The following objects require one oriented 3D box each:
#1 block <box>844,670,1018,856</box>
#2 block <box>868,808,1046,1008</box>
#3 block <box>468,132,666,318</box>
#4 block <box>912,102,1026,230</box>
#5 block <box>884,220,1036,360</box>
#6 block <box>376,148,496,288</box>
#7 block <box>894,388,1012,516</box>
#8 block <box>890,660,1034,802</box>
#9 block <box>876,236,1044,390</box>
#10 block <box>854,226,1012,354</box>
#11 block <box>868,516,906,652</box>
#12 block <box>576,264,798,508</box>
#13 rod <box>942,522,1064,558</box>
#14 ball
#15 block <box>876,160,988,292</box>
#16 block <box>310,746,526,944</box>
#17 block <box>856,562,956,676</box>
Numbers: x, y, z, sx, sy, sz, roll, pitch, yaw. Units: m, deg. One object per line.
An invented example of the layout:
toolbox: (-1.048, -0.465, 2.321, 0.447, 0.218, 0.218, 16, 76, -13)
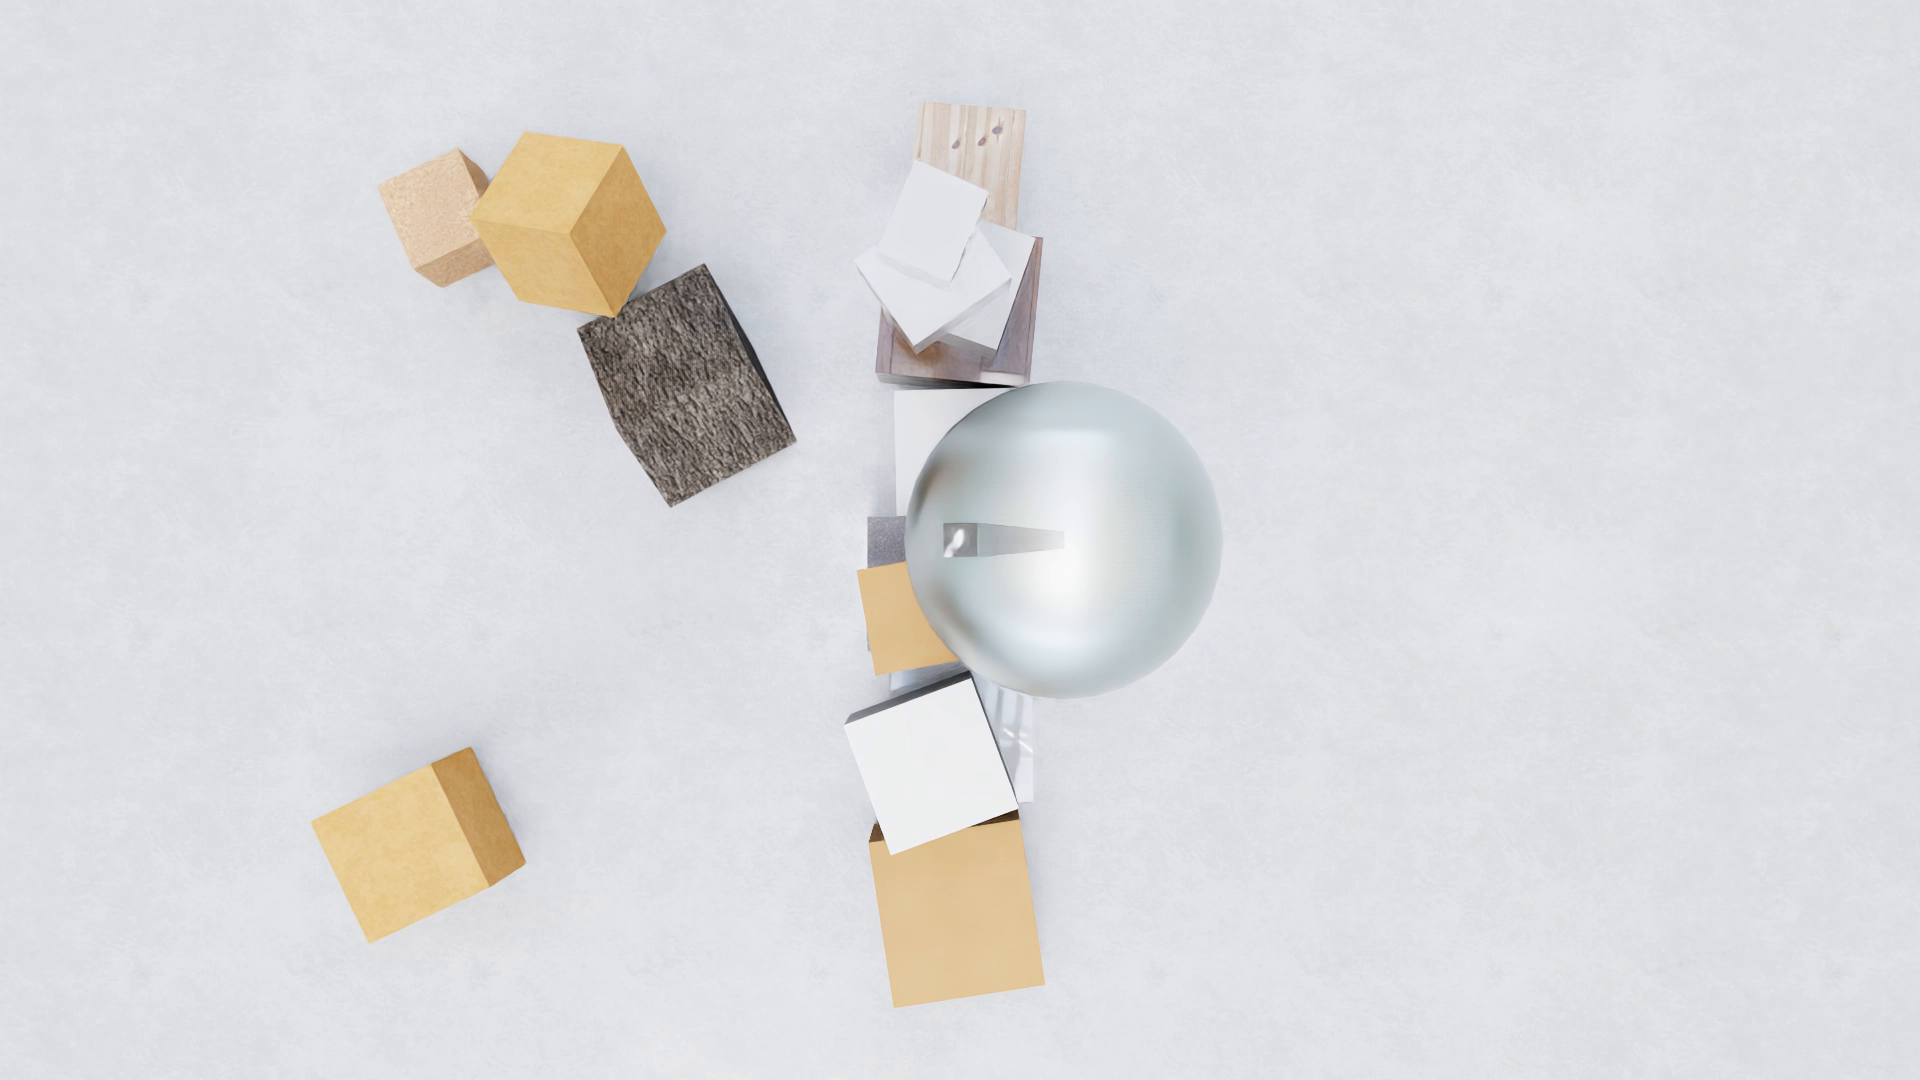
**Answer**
block: (-0.151, 1.186, 11.887, 0.712, 0.780, 0.723, -20, 90, 0)
block: (-0.018, 2.074, 12.597, 0.851, 0.805, 0.928, -9, 90, 0)
block: (-2.178, -1.760, 12.281, 0.662, 0.697, 0.656, 12, 60, 24)
block: (0.038, -2.098, 12.699, 0.615, 0.602, 0.706, 5, 90, 0)
block: (-0.004, -1.393, 11.863, 0.632, 0.695, 0.619, 19, 90, 0)
block: (-2.948, -1.850, 12.695, 0.511, 0.552, 0.532, -25, 84, 1)
block: (-0.021, -0.494, 12.673, 0.683, 0.653, 0.704, -1, 90, 0)
block: (0.007, 1.048, 12.638, 0.800, 0.723, 0.829, 0, 90, 0)
block: (-0.005, -1.305, 12.605, 0.862, 0.789, 0.835, 5, 90, 0)
block: (-0.134, -1.355, 11.248, 0.600, 0.534, 0.522, -35, 90, 0)
block: (-0.103, 0.242, 12.585, 0.822, 0.831, 0.746, 0, 90, 0)
block: (-1.543, -0.873, 12.440, 0.815, 0.746, 0.859, -27, 51, 0)
rod: (0.224, 0.000, 7.648, 0.080, 5.200, 0.080, 0, 90, 5)
ball: (0.517, 0.000, 11.036, 1.600, 1.600, 1.600, 0, 90, 0)
block: (-0.137, -1.529, 10.757, 0.384, 0.437, 0.475, 24, 89, -1)
block: (-3.095, 1.740, 12.623, 0.787, 0.653, 0.764, -26, 90, 8)
block: (-0.218, 0.390, 11.910, 0.567, 0.517, 0.567, -10, 90, 0)
